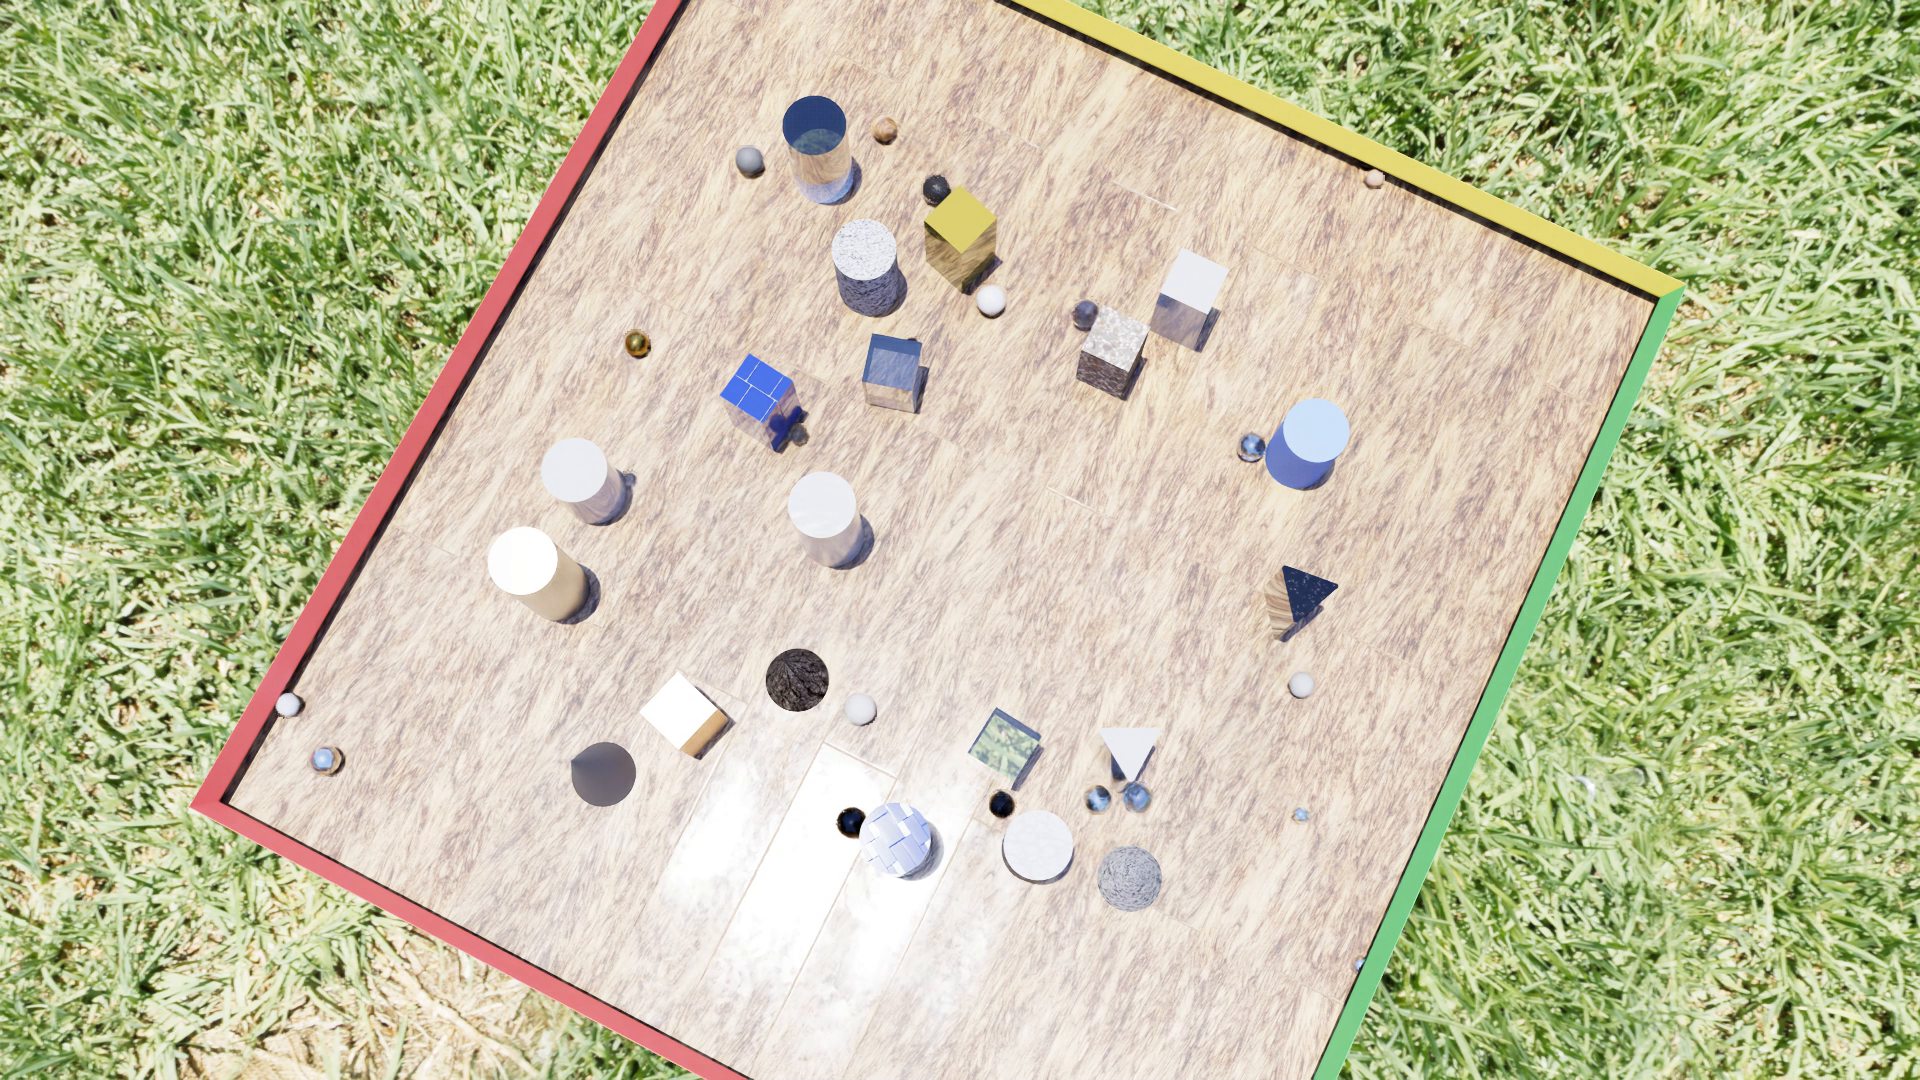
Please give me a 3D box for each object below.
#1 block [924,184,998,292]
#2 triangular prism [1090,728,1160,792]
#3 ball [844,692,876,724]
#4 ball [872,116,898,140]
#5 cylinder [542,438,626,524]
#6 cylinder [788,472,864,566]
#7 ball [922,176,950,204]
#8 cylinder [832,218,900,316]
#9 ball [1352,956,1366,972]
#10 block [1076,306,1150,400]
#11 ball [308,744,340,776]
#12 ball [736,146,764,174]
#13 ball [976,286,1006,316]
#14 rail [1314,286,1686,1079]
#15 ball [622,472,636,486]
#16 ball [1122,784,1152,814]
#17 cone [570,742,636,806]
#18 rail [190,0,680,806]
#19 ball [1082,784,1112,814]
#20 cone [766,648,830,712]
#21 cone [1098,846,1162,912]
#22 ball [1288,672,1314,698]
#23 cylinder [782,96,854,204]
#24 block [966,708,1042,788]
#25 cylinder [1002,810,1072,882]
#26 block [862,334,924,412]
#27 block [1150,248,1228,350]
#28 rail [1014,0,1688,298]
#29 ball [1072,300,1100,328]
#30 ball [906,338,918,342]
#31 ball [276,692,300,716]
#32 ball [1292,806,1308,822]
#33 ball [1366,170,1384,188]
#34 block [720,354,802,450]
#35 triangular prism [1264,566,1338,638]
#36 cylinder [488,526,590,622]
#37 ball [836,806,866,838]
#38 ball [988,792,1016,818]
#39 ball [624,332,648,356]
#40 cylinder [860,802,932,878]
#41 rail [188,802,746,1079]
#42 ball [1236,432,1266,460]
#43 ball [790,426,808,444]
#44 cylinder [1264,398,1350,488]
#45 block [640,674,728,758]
[{"bbox_3d":[0.002,-0.920,5.627,0.155,0.352,0.155,43,81,8],"label":"block"},{"bbox_3d":[0.490,0.602,5.272,0.145,0.431,0.167,-30,80,-6],"label":"triangular prism"},{"bbox_3d":[-0.298,0.502,5.463,0.097,0.097,0.097,0,78,0],"label":"ball"},{"bbox_3d":[-0.241,-1.314,5.848,0.079,0.079,0.079,0,78,0],"label":"ball"},{"bbox_3d":[-1.126,-0.174,5.497,0.193,0.304,0.193,0,78,0],"label":"cylinder"},{"bbox_3d":[-0.391,-0.056,5.406,0.193,0.436,0.193,0,78,0],"label":"cylinder"},{"bbox_3d":[-0.074,-1.109,5.800,0.089,0.089,0.089,0,78,0],"label":"ball"},{"bbox_3d":[-0.286,-0.833,5.623,0.193,0.326,0.193,0,78,0],"label":"cylinder"},{"bbox_3d":[1.165,1.235,5.336,0.048,0.048,0.048,0,78,0],"label":"ball"},{"bbox_3d":[0.463,-0.569,5.583,0.155,0.297,0.155,26,79,5],"label":"block"},{"bbox_3d":[-1.884,0.652,5.436,0.090,0.090,0.090,0,78,0],"label":"ball"},{"bbox_3d":[-0.669,-1.205,5.820,0.089,0.089,0.089,0,78,0],"label":"ball"},{"bbox_3d":[0.098,-0.749,5.725,0.092,0.092,0.092,0,78,0],"label":"ball"},{"bbox_3d":[1.454,0.718,5.403,0.045,0.126,3.436,26,80,5],"label":"rail"},{"bbox_3d":[-1.015,-0.187,5.633,0.043,0.043,0.043,0,78,0],"label":"ball"},{"bbox_3d":[0.525,0.763,5.414,0.088,0.088,0.088,0,78,0],"label":"ball"},{"bbox_3d":[-1.063,0.651,5.238,0.193,0.478,0.193,0,78,0],"label":"cone"},{"bbox_3d":[-1.454,-0.705,5.697,0.045,0.126,3.436,26,80,5],"label":"rail"},{"bbox_3d":[0.404,0.766,5.414,0.086,0.086,0.086,0,78,0],"label":"ball"},{"bbox_3d":[-0.490,0.381,5.326,0.193,0.414,0.193,0,78,0],"label":"cone"},{"bbox_3d":[0.501,0.970,5.267,0.193,0.292,0.193,0,78,0],"label":"cone"},{"bbox_3d":[1.023,0.433,5.488,0.076,0.076,0.076,0,78,0],"label":"ball"},{"bbox_3d":[-0.437,-1.205,5.675,0.193,0.375,0.193,0,78,0],"label":"cylinder"},{"bbox_3d":[0.127,0.609,5.334,0.155,0.308,0.155,32,80,6],"label":"block"},{"bbox_3d":[0.218,0.883,5.268,0.193,0.326,0.193,0,78,0],"label":"cylinder"},{"bbox_3d":[-0.203,-0.508,5.600,0.155,0.239,0.155,11,79,2],"label":"block"},{"bbox_3d":[0.694,-0.730,5.588,0.155,0.352,0.155,26,79,5],"label":"block"},{"bbox_3d":[0.758,-1.478,5.857,3.298,0.126,0.045,26,80,5],"label":"rail"},{"bbox_3d":[0.393,-0.705,5.717,0.089,0.089,0.089,0,78,0],"label":"ball"},{"bbox_3d":[-0.152,-0.606,5.715,0.052,0.052,0.052,0,78,0],"label":"ball"},{"bbox_3d":[-2.008,0.493,5.478,0.071,0.071,0.071,0,78,0],"label":"ball"},{"bbox_3d":[1.008,0.812,5.424,0.048,0.048,0.048,0,78,0],"label":"ball"},{"bbox_3d":[1.318,-1.149,5.824,0.059,0.059,0.059,0,78,0],"label":"ball"},{"bbox_3d":[-0.597,-0.411,5.533,0.155,0.331,0.155,33,80,6],"label":"block"},{"bbox_3d":[0.973,0.162,5.412,0.167,0.335,0.145,-39,81,-7],"label":"triangular prism"},{"bbox_3d":[-1.224,0.105,5.357,0.193,0.466,0.193,0,78,0],"label":"cylinder"},{"bbox_3d":[-0.318,0.832,5.396,0.095,0.095,0.095,0,78,0],"label":"ball"},{"bbox_3d":[0.123,0.783,5.414,0.079,0.079,0.079,0,78,0],"label":"ball"},{"bbox_3d":[-1.007,-0.610,5.705,0.074,0.074,0.074,0,78,0],"label":"ball"},{"bbox_3d":[-0.177,0.856,5.203,0.193,0.462,0.193,0,78,0],"label":"cylinder"},{"bbox_3d":[-0.758,1.491,5.243,3.298,0.126,0.045,26,80,5],"label":"rail"},{"bbox_3d":[0.895,-0.288,5.631,0.088,0.088,0.088,0,78,0],"label":"ball"},{"bbox_3d":[-0.498,-0.326,5.655,0.057,0.057,0.057,0,78,0],"label":"ball"},{"bbox_3d":[1.039,-0.287,5.506,0.193,0.332,0.193,0,78,0],"label":"cylinder"},{"bbox_3d":[-0.801,0.515,5.358,0.155,0.298,0.155,42,81,8],"label":"block"}]
